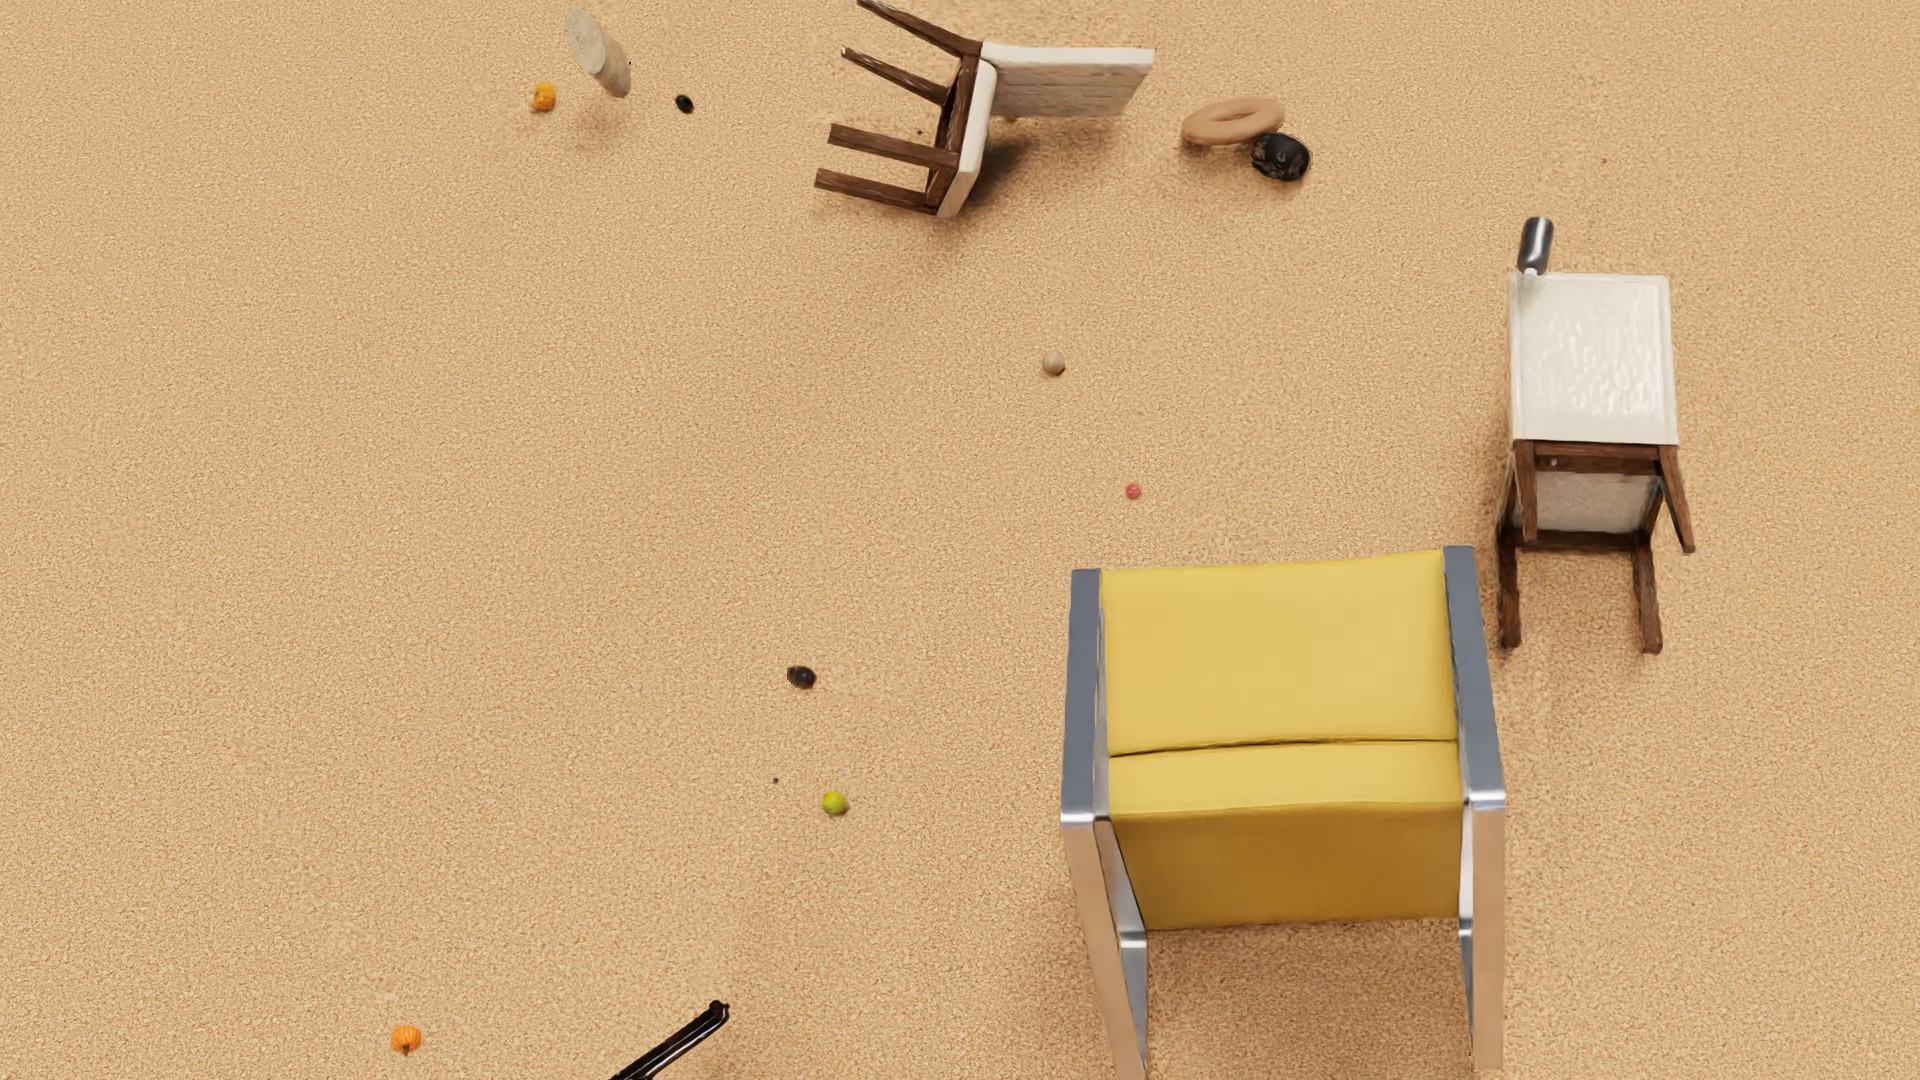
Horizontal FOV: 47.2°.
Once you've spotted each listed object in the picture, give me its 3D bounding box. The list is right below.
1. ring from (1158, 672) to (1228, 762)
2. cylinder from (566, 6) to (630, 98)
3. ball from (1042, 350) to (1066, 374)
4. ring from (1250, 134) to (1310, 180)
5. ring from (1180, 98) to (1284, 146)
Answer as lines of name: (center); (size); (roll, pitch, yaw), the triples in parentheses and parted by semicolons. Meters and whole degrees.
ring: (0.622, 0.473, 5.874); (0.186, 0.127, 0.244); (-1, 81, -20)
cylinder: (-1.202, -1.619, 7.304); (0.114, 0.163, 0.308); (-31, 61, 10)
ball: (0.294, -0.560, 6.905); (0.074, 0.074, 0.074); (0, 56, 0)
ring: (1.065, -1.273, 7.317); (0.212, 0.183, 0.105); (18, 77, 44)
ring: (0.917, -1.411, 7.413); (0.386, 0.074, 0.305); (-27, 34, -32)
